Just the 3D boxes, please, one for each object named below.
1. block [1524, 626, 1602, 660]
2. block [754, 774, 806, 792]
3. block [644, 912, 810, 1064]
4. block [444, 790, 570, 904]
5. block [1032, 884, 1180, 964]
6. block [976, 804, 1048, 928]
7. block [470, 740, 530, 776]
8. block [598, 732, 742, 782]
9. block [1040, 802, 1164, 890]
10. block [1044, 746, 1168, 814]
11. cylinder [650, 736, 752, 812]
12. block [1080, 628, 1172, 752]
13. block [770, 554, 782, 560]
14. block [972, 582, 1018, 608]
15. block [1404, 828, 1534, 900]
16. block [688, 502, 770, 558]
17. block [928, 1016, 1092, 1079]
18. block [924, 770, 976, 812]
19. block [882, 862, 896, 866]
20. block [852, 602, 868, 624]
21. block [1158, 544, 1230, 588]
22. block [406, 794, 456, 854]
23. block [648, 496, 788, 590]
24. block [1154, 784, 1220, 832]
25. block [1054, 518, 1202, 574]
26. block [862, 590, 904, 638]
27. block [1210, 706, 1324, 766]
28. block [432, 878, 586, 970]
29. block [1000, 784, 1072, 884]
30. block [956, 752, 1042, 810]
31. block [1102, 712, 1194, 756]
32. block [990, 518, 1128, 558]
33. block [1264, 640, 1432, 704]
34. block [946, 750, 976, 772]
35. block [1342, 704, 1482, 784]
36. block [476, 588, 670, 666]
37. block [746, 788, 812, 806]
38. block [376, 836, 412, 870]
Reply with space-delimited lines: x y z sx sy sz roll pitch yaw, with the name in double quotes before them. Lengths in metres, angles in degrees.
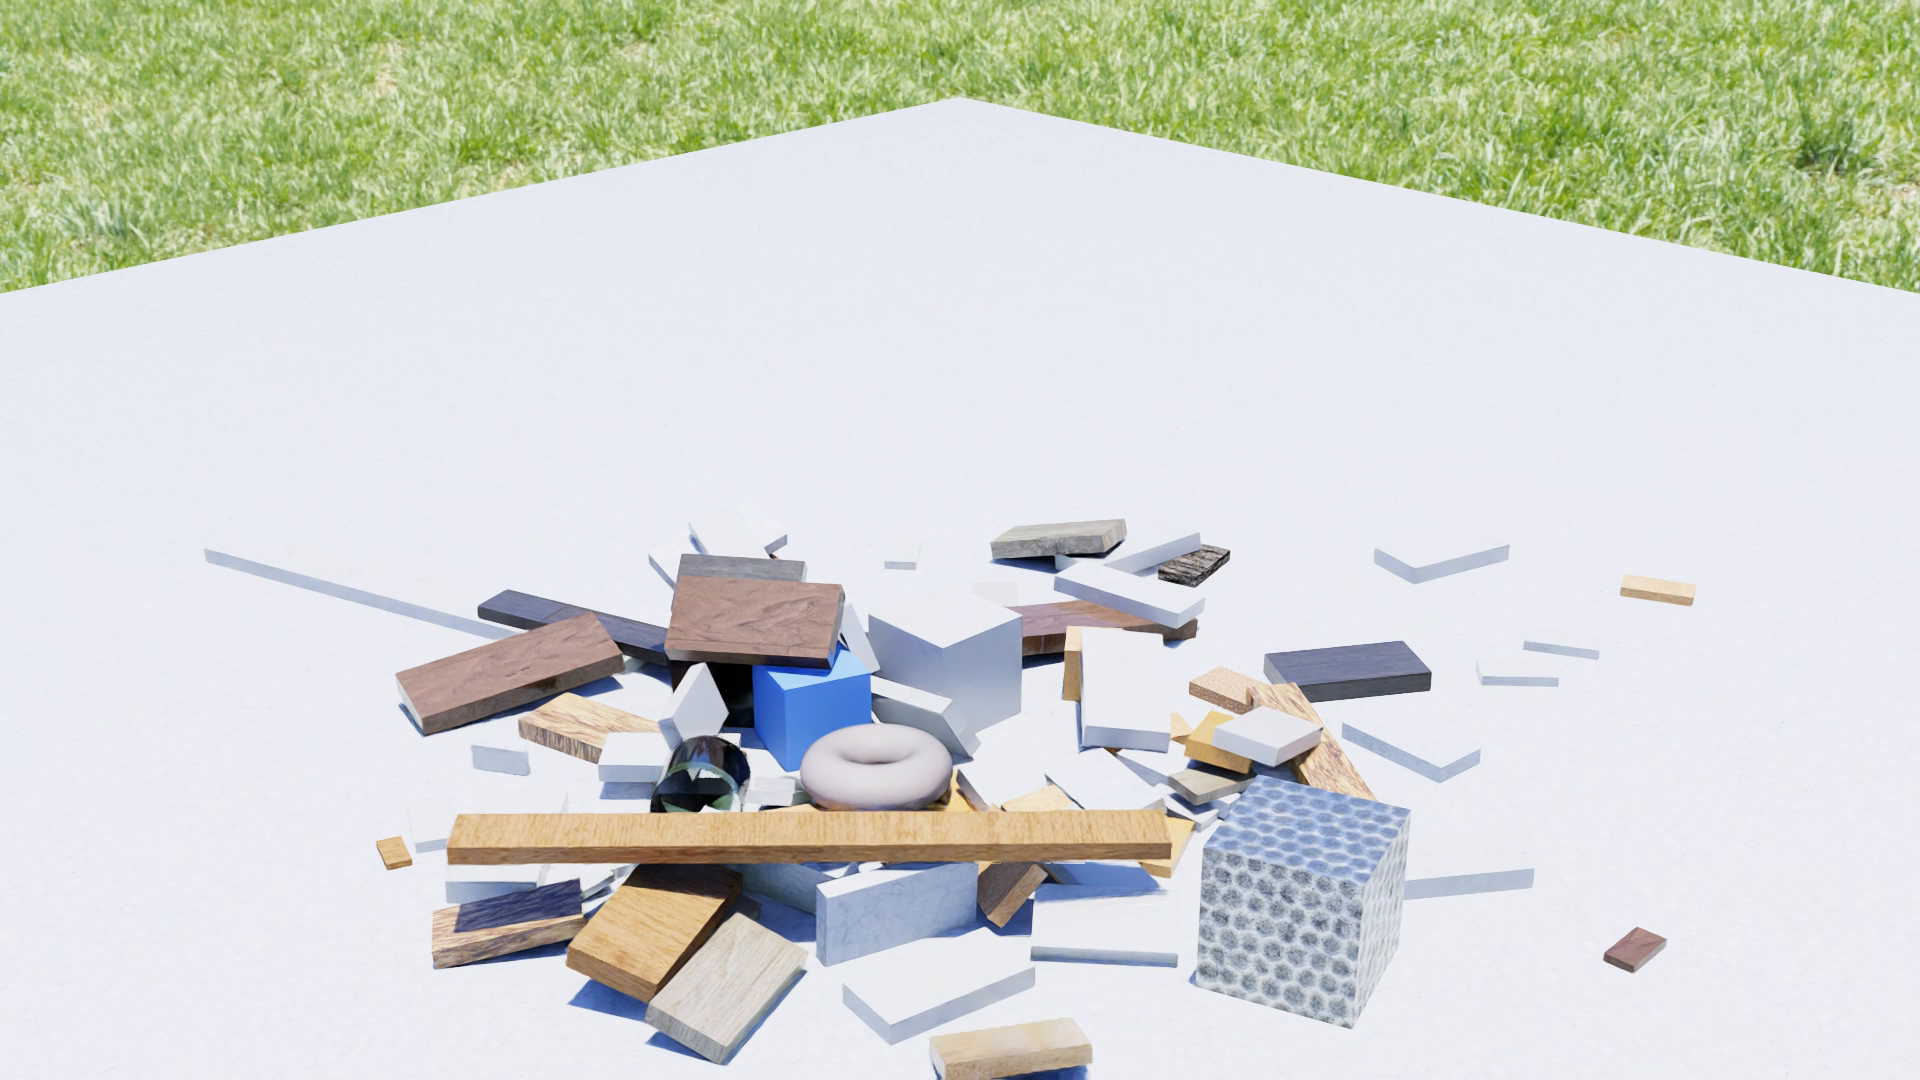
"block" 1.415 0.241 5.161 0.172 0.024 0.086 7 24 17
"block" -0.358 0.494 4.477 0.081 0.023 0.163 4 -3 9
"block" -0.402 0.775 3.821 0.153 0.043 0.306 26 30 13
"block" -0.880 0.596 4.294 0.172 0.049 0.345 0 23 0
"block" 0.265 0.697 4.001 0.265 0.037 0.132 2 49 5
"block" 0.070 0.610 4.143 0.037 0.132 0.265 39 4 -24
"block" -0.962 0.457 4.604 0.122 0.061 0.017 6 29 15
"block" -0.598 0.449 4.541 0.276 0.039 0.138 0 23 1
"block" 0.252 0.615 4.146 0.132 0.037 0.265 -21 51 -37
"block" 0.293 0.510 4.454 0.133 0.038 0.266 -26 28 -17
"cylinder" -0.509 0.500 4.332 0.177 0.177 0.177 1 16 1
"block" 0.350 0.316 4.700 0.178 0.050 0.356 5 32 -2
"block" -0.445 0.162 5.019 0.040 0.280 0.140 -15 27 -32
"block" 0.083 0.146 5.329 0.112 0.032 0.225 0 14 1
"block" 0.926 0.624 4.233 0.310 0.044 0.155 -4 23 -9
"block" -0.498 0.029 4.874 0.113 0.032 0.225 -24 62 -22
"block" 0.084 0.851 3.671 0.249 0.035 0.125 -5 9 -12
"block" 0.018 0.539 4.405 0.102 0.029 0.203 -24 41 -36
"block" -0.061 0.653 4.186 0.102 0.029 0.203 -11 25 -25
"block" -0.244 0.201 5.225 0.078 0.022 0.157 20 24 7
"block" 0.595 0.062 5.577 0.103 0.029 0.206 13 26 29
"block" -1.052 0.567 4.394 0.086 0.024 0.173 -7 24 -17
"block" -0.541 0.019 4.926 0.280 0.040 0.140 -31 60 -25
"block" 0.443 0.539 4.438 0.141 0.020 0.071 23 29 30
"block" 0.428 0.026 5.594 0.338 0.048 0.169 -18 22 -30
"block" -0.168 0.196 5.220 0.113 0.032 0.225 17 24 0
"block" 0.635 0.402 4.525 0.138 0.039 0.276 18 13 26
"block" -0.822 0.699 4.014 0.274 0.039 0.137 -12 25 -7
"block" 0.206 0.586 4.244 0.133 0.038 0.266 -16 43 -33
"block" 0.115 0.534 4.356 0.133 0.038 0.266 -11 41 -29
"block" 0.392 0.420 4.733 0.206 0.029 0.103 -7 24 -16
"block" 0.252 -0.003 5.603 0.312 0.044 0.156 -4 14 28
"block" 0.878 0.300 4.992 0.337 0.048 0.169 -5 23 -11
"block" -0.008 0.494 4.561 0.102 0.029 0.203 -6 24 -14
"block" 0.961 0.433 4.693 0.133 0.038 0.266 -18 29 -37
"block" -0.878 0.202 5.144 0.545 0.032 0.113 12 26 26
"block" -0.362 0.514 4.411 0.092 0.026 0.184 4 -4 9
"block" -1.106 0.612 4.300 0.049 0.014 0.099 -11 25 -24
